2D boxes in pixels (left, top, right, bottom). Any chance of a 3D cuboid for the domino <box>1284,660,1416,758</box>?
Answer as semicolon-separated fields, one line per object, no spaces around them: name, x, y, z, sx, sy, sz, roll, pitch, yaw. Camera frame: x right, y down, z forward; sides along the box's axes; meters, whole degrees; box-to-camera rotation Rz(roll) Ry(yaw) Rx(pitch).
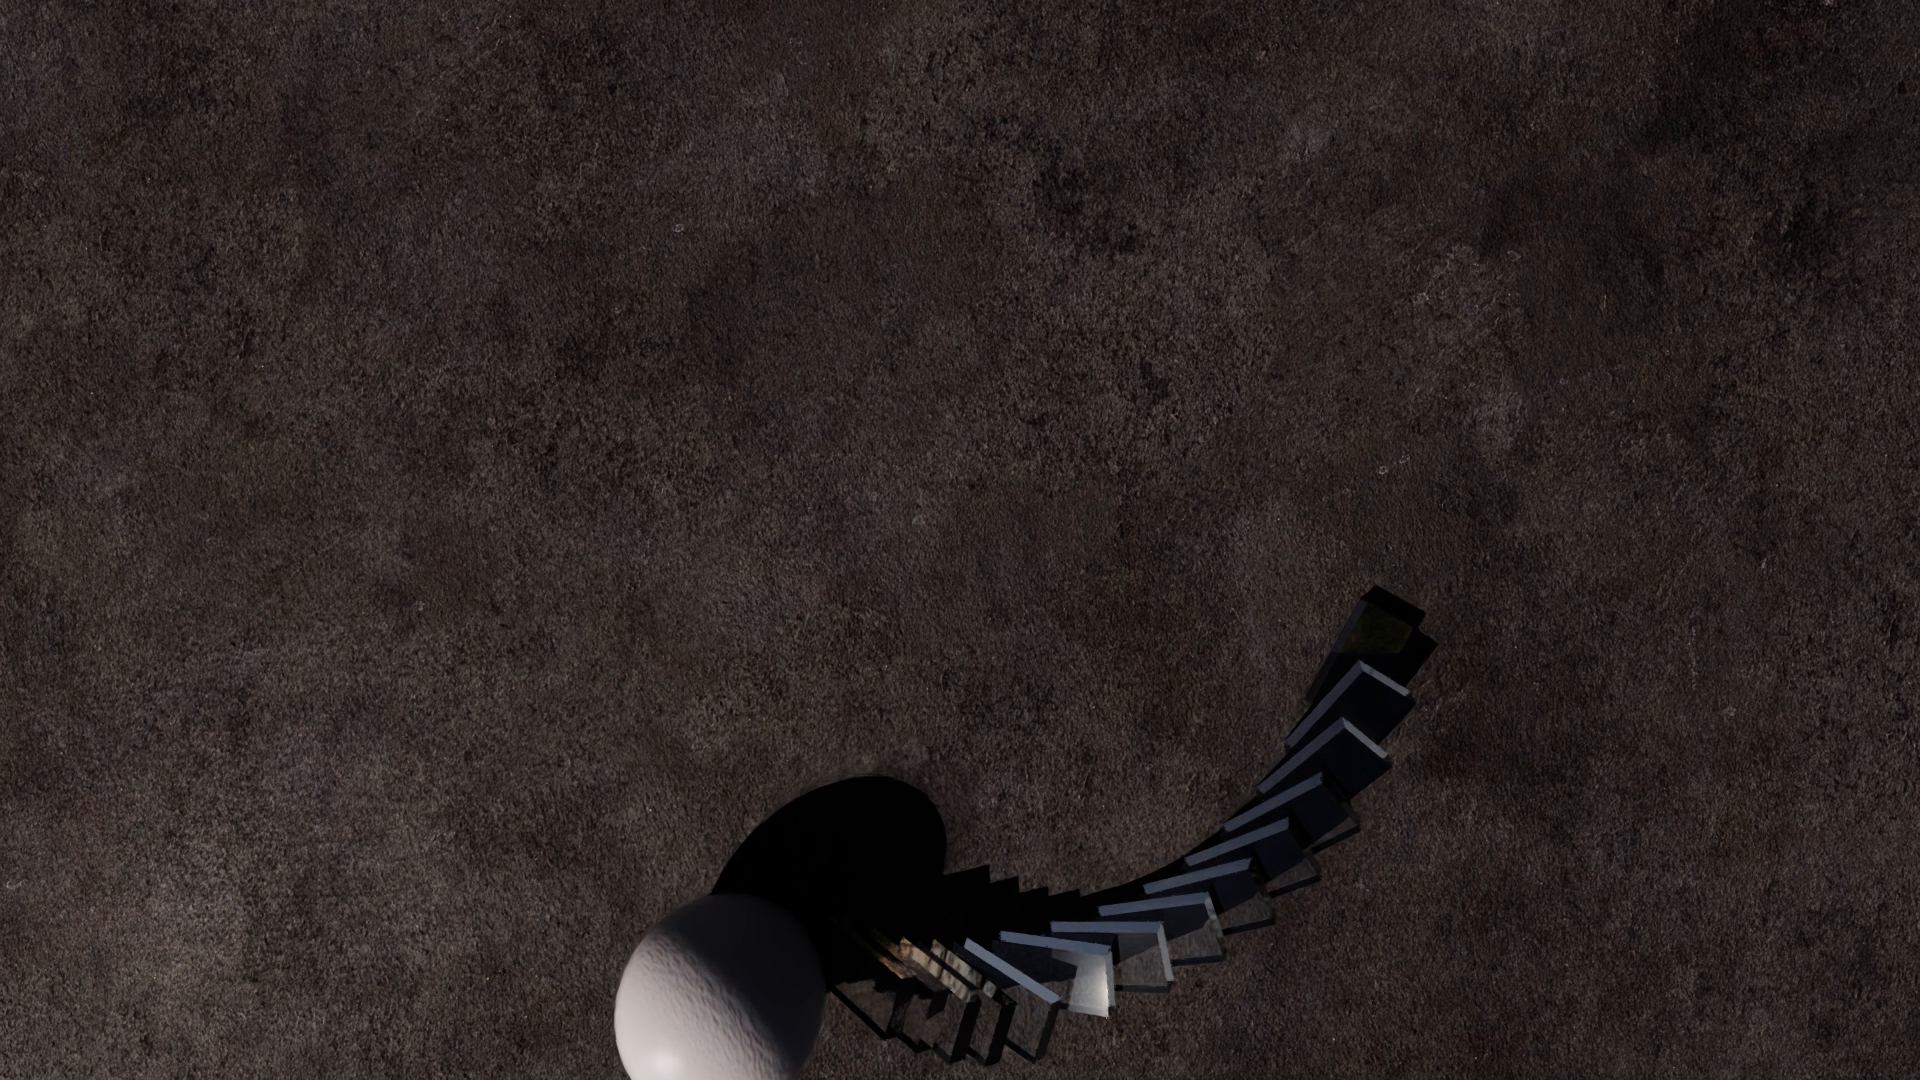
domino;0.163;0.077;0.385;0.025;0.010;0.050;31;114;0

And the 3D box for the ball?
ball;-0.093;0.181;0.360;0.080;0.080;0.080;0;90;0

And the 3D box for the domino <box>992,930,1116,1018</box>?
domino;0.039;0.182;0.385;0.050;0.009;0.025;-4;90;25

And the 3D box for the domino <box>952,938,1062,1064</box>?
domino;0.016;0.190;0.381;0.050;0.010;0.025;17;91;36

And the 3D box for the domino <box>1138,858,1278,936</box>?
domino;0.103;0.153;0.385;0.050;0.010;0.025;-26;90;26

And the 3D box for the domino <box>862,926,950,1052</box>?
domino;-0.028;0.185;0.379;0.050;0.010;0.025;16;90;45

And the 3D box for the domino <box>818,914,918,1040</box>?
domino;-0.040;0.180;0.379;0.050;0.009;0.025;16;90;45

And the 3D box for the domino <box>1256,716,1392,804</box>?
domino;0.152;0.100;0.385;0.025;0.010;0.050;40;114;0

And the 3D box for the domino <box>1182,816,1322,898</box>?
domino;0.122;0.138;0.385;0.050;0.009;0.025;-33;90;25

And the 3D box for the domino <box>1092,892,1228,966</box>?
domino;0.083;0.165;0.385;0.050;0.010;0.025;-19;90;26

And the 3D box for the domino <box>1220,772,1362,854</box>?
domino;0.138;0.121;0.385;0.050;0.009;0.025;-39;90;25

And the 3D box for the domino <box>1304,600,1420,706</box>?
domino;0.173;0.054;0.395;0.025;0.010;0.050;29;90;0

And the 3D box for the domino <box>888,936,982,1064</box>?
domino;-0.015;0.189;0.379;0.050;0.009;0.025;17;90;45

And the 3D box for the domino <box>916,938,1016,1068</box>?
domino;-0.001;0.190;0.379;0.050;0.010;0.025;16;90;45

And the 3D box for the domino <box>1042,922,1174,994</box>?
domino;0.062;0.175;0.385;0.050;0.009;0.025;-11;90;26
